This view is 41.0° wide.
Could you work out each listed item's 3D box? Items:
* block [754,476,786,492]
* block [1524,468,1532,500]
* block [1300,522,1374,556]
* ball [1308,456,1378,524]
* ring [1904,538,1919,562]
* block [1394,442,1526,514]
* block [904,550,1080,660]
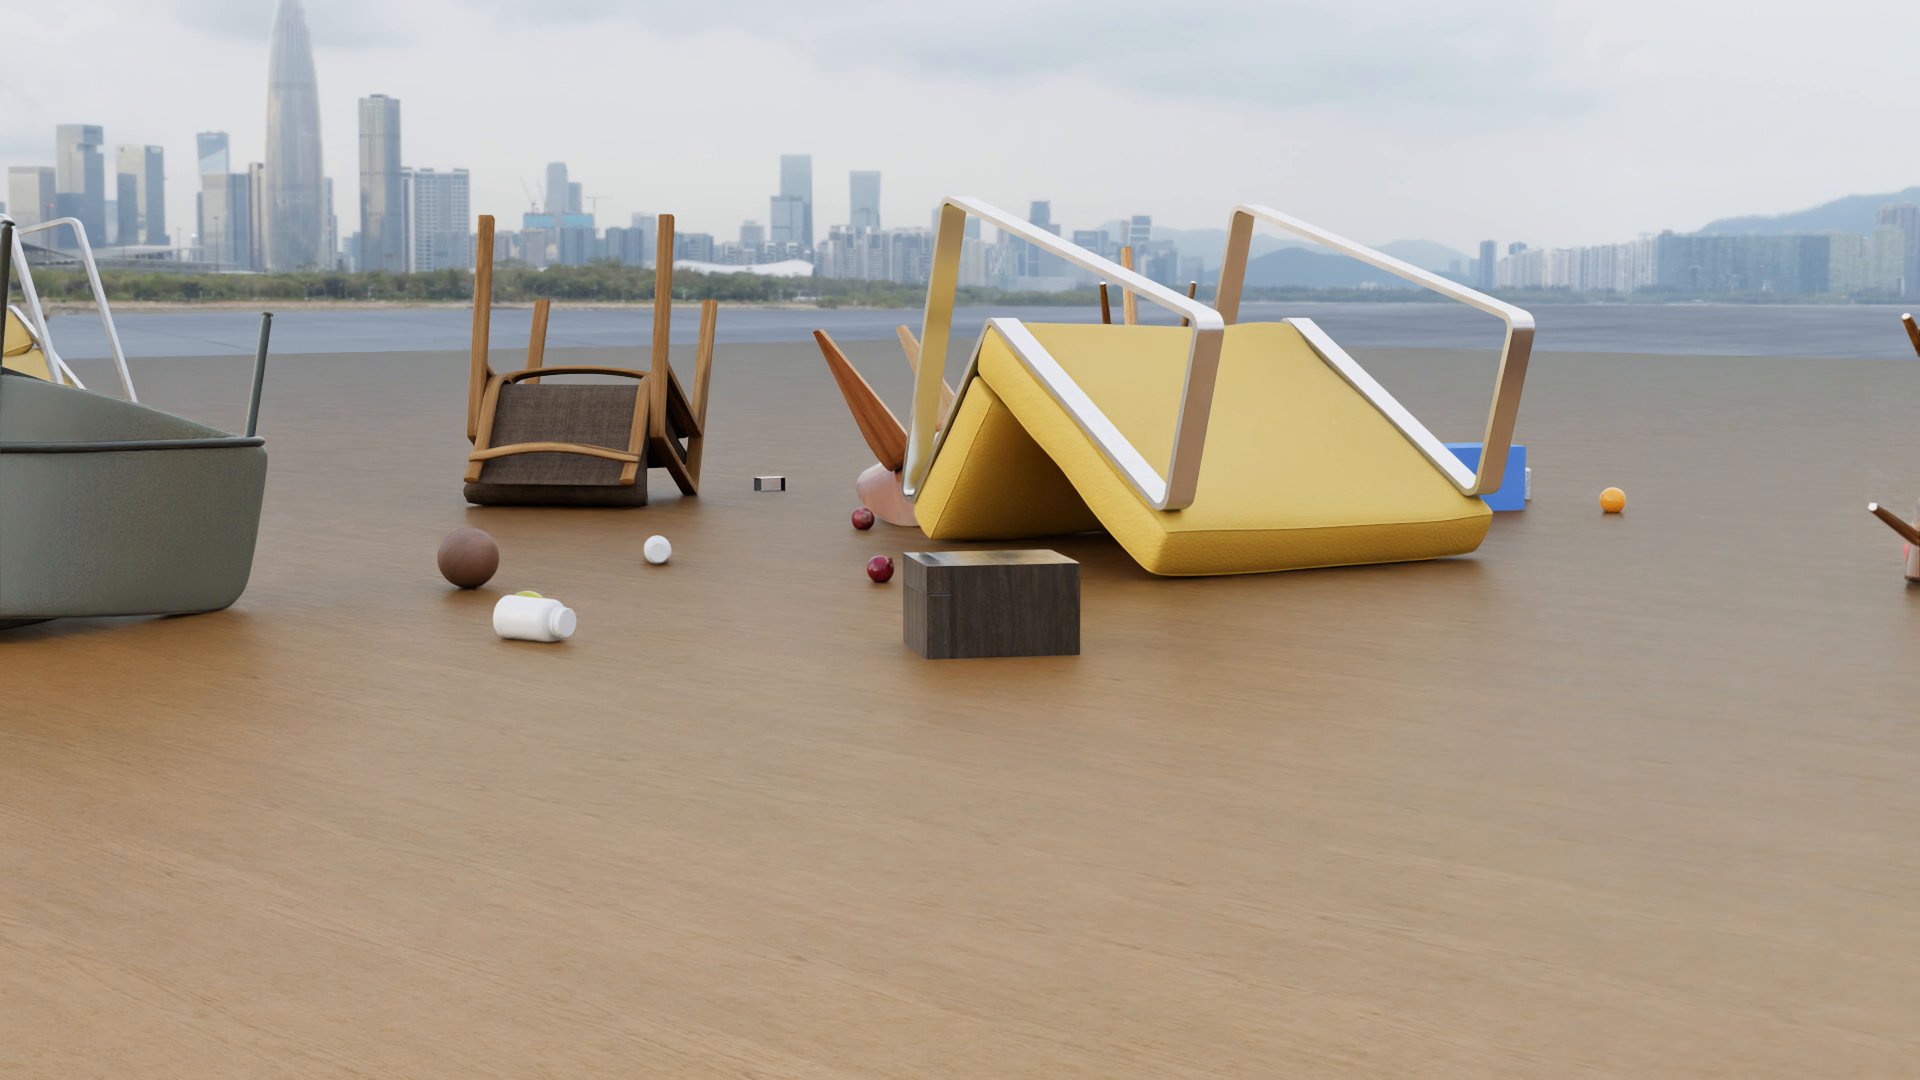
[{"bbox_3d":[-0.584,-0.172,7.875,0.081,0.042,0.052,-3,7,-29],"label":"block"},{"bbox_3d":[1.591,-0.170,7.652,0.212,0.084,0.123,1,6,9],"label":"block"},{"bbox_3d":[0.898,-0.002,6.105,0.147,0.066,0.088,-4,7,-31],"label":"block"},{"bbox_3d":[1.014,-0.133,6.810,0.184,0.184,0.184,0,6,0],"label":"ball"},{"bbox_3d":[2.278,0.025,5.938,0.178,0.050,0.175,0,5,-2],"label":"ring"},{"bbox_3d":[1.415,-0.178,7.267,0.311,0.179,0.189,-2,6,-18],"label":"block"},{"bbox_3d":[0.053,0.111,4.544,0.272,0.161,0.225,-1,6,-12],"label":"block"}]
